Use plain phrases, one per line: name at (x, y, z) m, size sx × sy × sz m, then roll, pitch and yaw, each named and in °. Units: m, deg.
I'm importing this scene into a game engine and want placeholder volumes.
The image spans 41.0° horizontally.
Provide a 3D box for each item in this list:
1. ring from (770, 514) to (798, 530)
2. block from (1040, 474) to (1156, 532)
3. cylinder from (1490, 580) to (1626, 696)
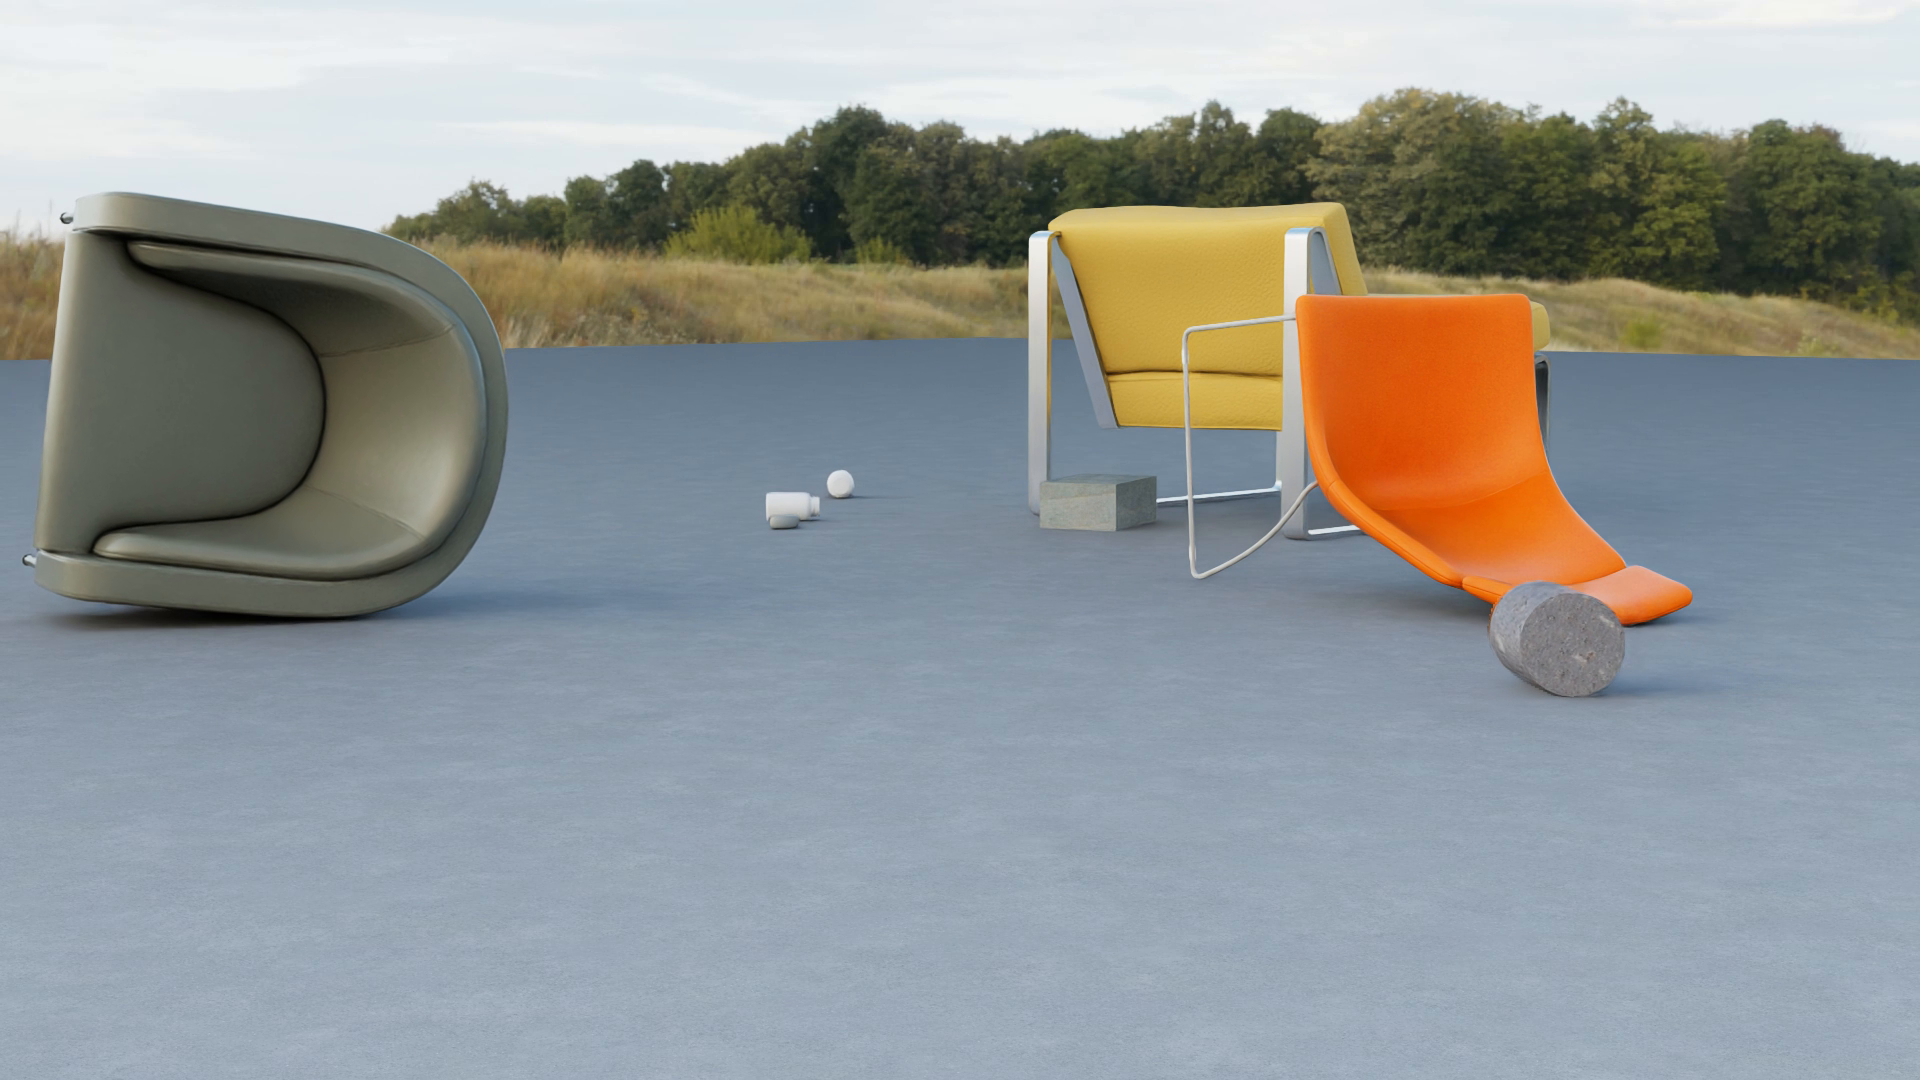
ring at (-0.460, -0.048, 6.719) m, size 0.057 × 0.034 × 0.107 m, roll 2°, pitch 5°, yaw 31°
block at (0.369, -0.102, 6.811) m, size 0.212 × 0.121 × 0.315 m, roll 3°, pitch 6°, yaw 24°
cylinder at (0.951, 0.155, 4.090) m, size 0.171 × 0.162 × 0.164 m, roll 29°, pitch 3°, yaw -7°
